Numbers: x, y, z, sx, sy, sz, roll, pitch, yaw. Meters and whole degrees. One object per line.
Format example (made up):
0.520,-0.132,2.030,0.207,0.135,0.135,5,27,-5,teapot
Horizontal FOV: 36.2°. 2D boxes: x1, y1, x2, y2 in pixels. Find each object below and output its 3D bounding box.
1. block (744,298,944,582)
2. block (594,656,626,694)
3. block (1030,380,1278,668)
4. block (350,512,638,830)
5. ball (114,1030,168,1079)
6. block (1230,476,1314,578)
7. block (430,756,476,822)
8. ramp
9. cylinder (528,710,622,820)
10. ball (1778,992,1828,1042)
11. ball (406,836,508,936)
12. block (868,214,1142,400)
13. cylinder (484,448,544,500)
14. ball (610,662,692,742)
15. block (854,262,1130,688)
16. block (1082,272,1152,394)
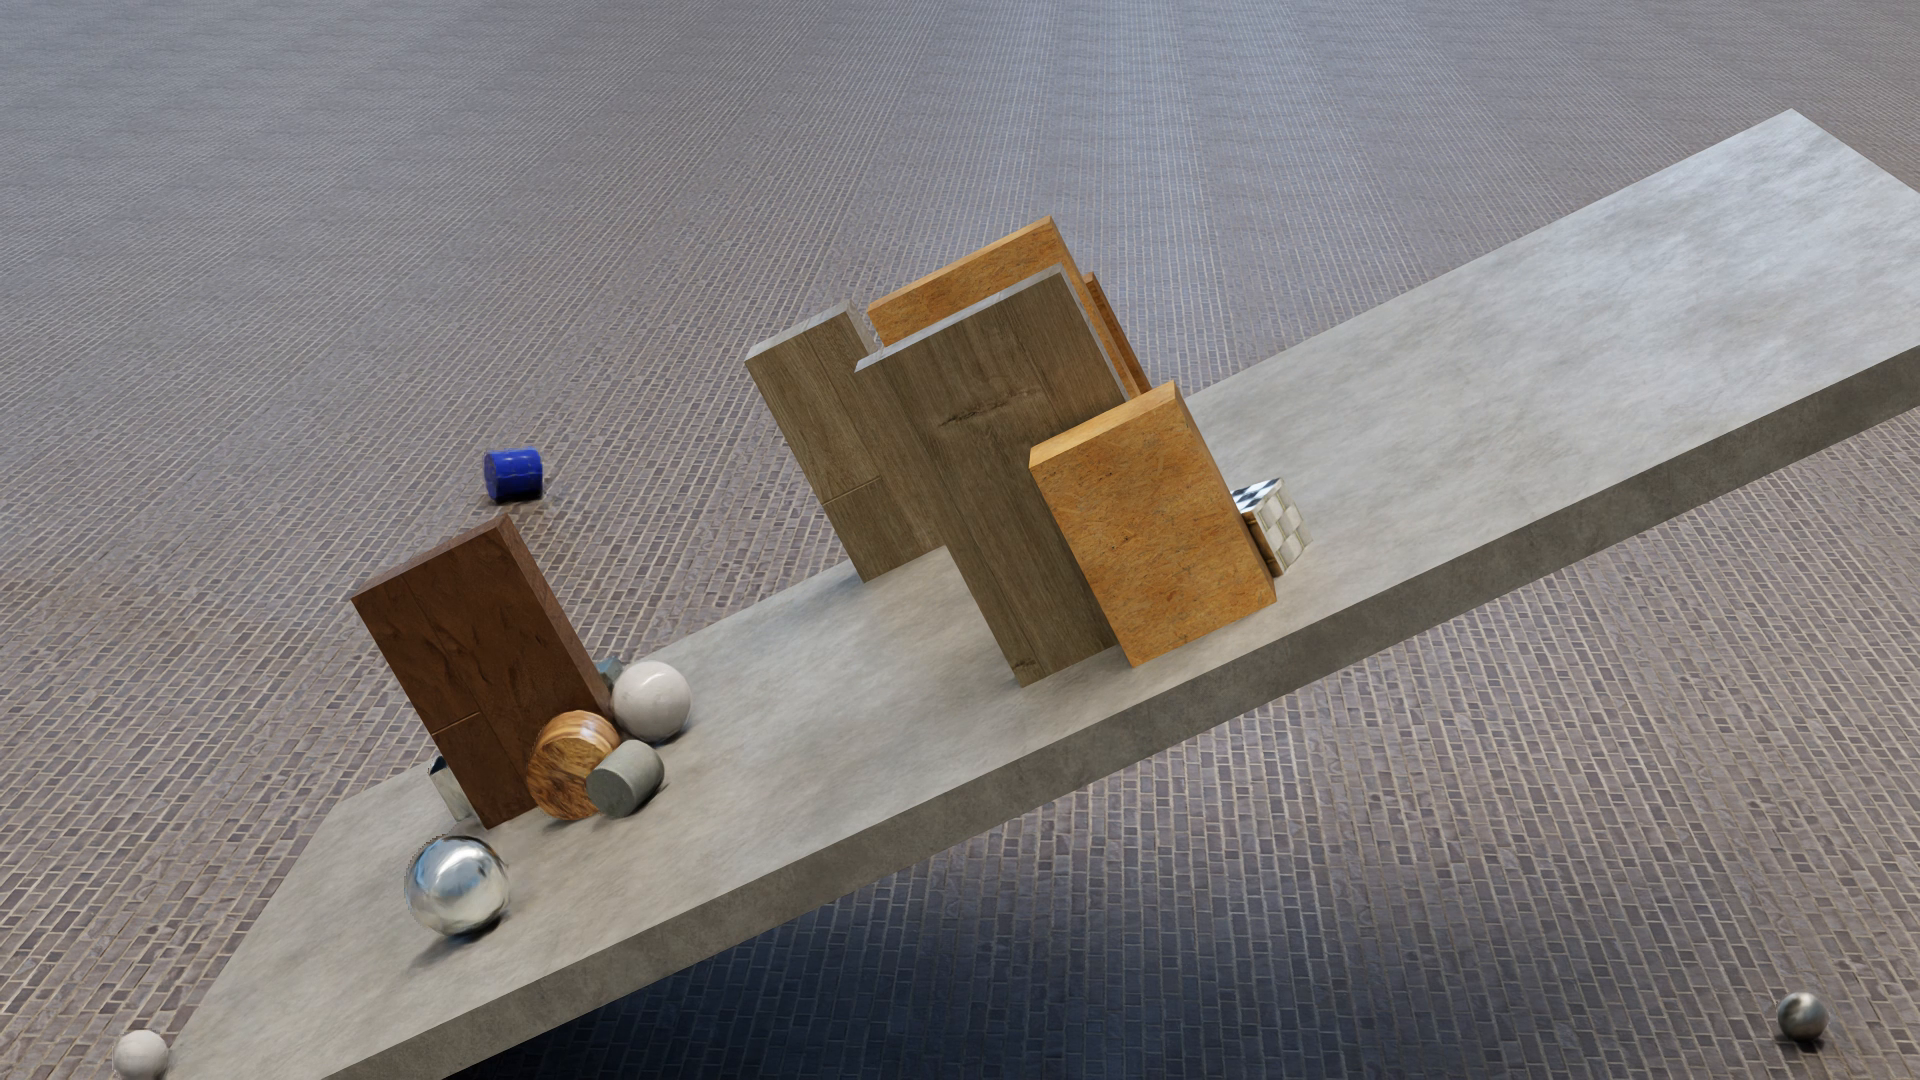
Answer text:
-0.244,-0.236,6.994,0.270,0.606,0.149,-25,14,10,block
-0.856,0.365,7.035,0.112,0.112,0.112,-24,14,14,block
0.358,-0.030,5.452,0.295,0.429,0.145,-25,14,10,block
-1.035,0.296,6.573,0.374,0.611,0.117,-25,14,10,block
-1.694,1.069,6.085,0.111,0.111,0.111,0,17,0,ball
0.558,-0.012,5.611,0.142,0.142,0.142,-17,17,39,block
-1.138,0.553,6.853,0.130,0.130,0.130,-26,14,6,block
0.139,0.168,6.281,4.000,0.100,2.000,-25,14,10,ramp
-0.835,0.488,6.387,0.186,0.186,0.186,0,15,-1,cylinder
1.856,1.050,6.478,0.108,0.108,0.108,0,17,0,ball
-1.013,0.697,5.931,0.203,0.203,0.203,0,17,0,ball
0.163,-0.237,5.945,0.407,0.731,0.083,-25,14,10,block
-1.617,-0.240,10.651,0.170,0.170,0.170,-8,18,-23,cylinder
-0.691,0.361,6.583,0.180,0.180,0.180,0,17,0,ball
0.154,-0.119,5.601,0.431,0.698,0.098,-25,14,10,block
0.255,-0.298,6.509,0.329,0.488,0.101,-25,14,10,block
